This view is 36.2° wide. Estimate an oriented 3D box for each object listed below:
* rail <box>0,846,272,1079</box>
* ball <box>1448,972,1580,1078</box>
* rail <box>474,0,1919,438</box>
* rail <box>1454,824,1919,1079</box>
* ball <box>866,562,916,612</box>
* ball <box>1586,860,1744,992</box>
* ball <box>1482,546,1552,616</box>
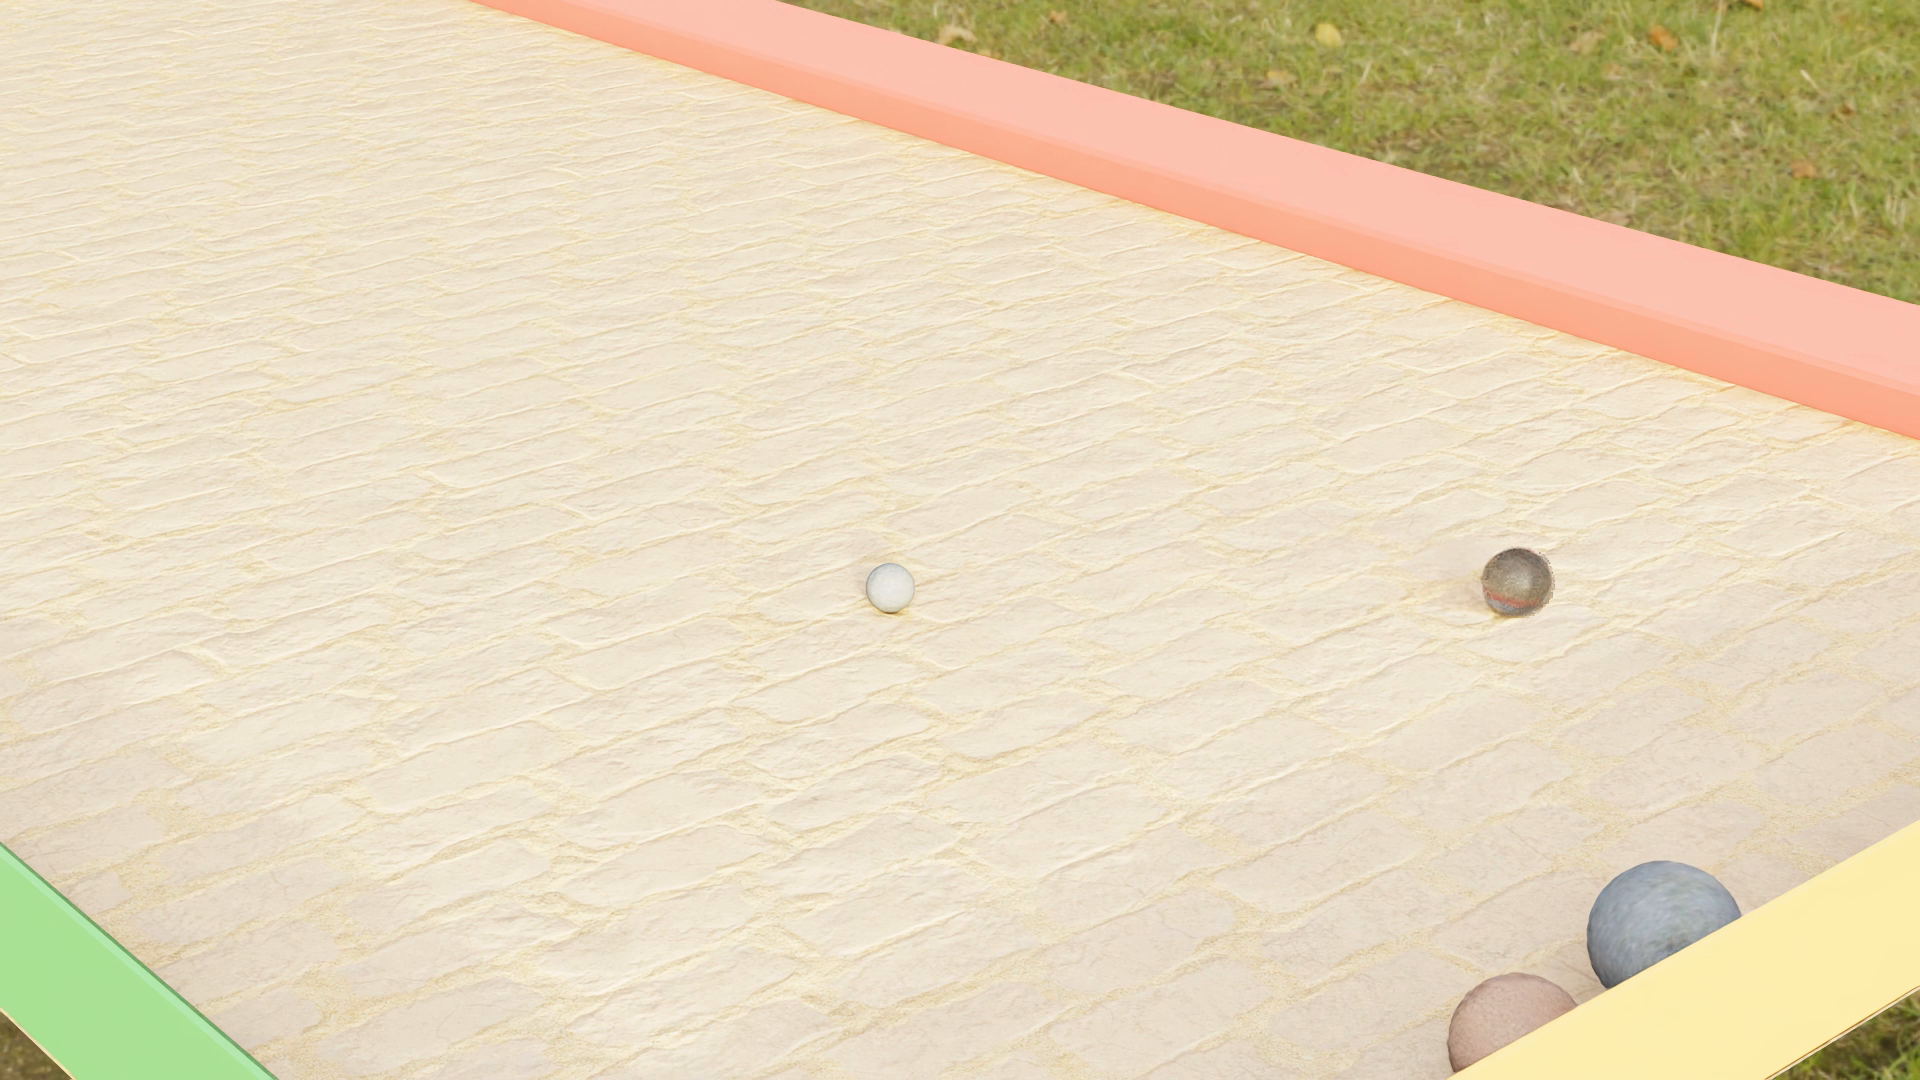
[{"bbox_3d":[-1.232,-0.068,2.509,0.045,0.124,3.535,-18,29,-37],"label":"rail"},{"bbox_3d":[0.323,0.292,1.702,0.082,0.082,0.082,0,23,0],"label":"ball"},{"bbox_3d":[0.079,-0.501,3.552,0.045,0.124,3.535,-18,29,-37],"label":"rail"},{"bbox_3d":[0.561,0.222,1.811,1.778,0.124,0.045,-18,29,-37],"label":"rail"},{"bbox_3d":[-0.056,0.038,2.366,0.040,0.040,0.040,0,23,0],"label":"ball"},{"bbox_3d":[0.432,0.244,1.799,0.096,0.096,0.096,0,23,0],"label":"ball"},{"bbox_3d":[0.446,0.034,2.357,0.056,0.056,0.056,0,23,0],"label":"ball"}]
